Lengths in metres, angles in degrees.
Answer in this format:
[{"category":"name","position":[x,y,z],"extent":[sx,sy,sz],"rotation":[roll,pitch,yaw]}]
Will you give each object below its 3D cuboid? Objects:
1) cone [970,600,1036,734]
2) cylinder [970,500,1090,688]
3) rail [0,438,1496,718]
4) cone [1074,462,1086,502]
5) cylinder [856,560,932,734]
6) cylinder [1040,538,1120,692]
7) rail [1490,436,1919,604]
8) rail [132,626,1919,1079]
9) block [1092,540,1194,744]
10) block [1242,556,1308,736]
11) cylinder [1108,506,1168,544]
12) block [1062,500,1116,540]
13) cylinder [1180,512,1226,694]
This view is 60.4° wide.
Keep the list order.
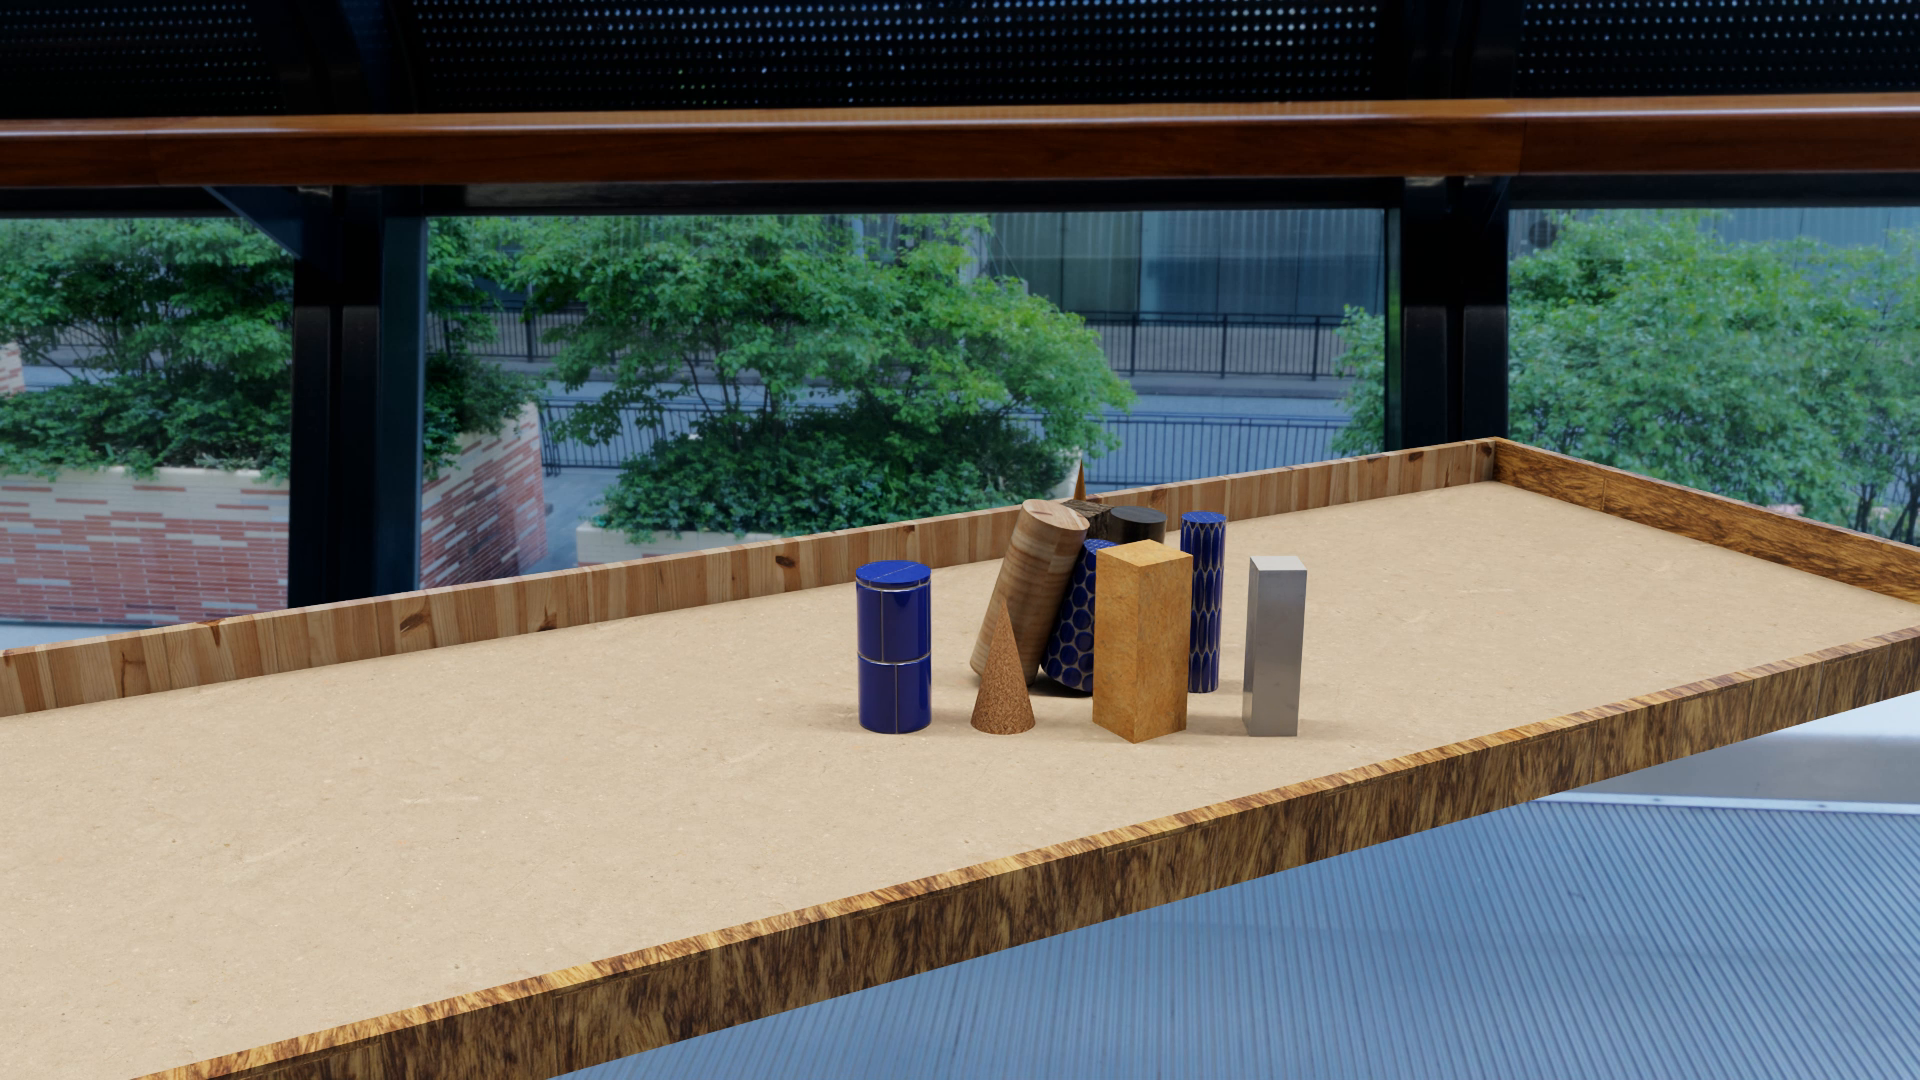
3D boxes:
[{"category":"cone","position":[0.102,0.279,3.848],"extent":[0.153,0.315,0.153],"rotation":[0,16,0]},{"category":"cylinder","position":[0.169,0.134,4.066],"extent":[0.171,0.439,0.171],"rotation":[16,20,-6]},{"category":"rail","position":[-3.305,0.497,3.399],"extent":[12.000,0.150,0.050],"rotation":[-9,18,-27]},{"category":"cone","position":[0.327,-0.011,4.576],"extent":[0.134,0.454,0.134],"rotation":[1,19,0]},{"category":"cylinder","position":[-0.153,0.249,3.852],"extent":[0.174,0.369,0.174],"rotation":[0,16,0]},{"category":"cylinder","position":[0.335,0.186,4.063],"extent":[0.179,0.333,0.179],"rotation":[17,17,-5]},{"category":"rail","position":[2.466,-0.048,5.253],"extent":[0.050,0.150,2.100],"rotation":[-9,18,-27]},{"category":"rail","position":[-2.336,1.006,1.665],"extent":[12.000,0.150,0.050],"rotation":[-9,18,-27]},{"category":"block","position":[0.420,0.232,3.812],"extent":[0.156,0.424,0.156],"rotation":[-10,19,-32]},{"category":"block","position":[0.723,0.246,3.804],"extent":[0.108,0.403,0.108],"rotation":[0,16,-1]},{"category":"cylinder","position":[0.449,0.105,4.336],"extent":[0.148,0.362,0.148],"rotation":[5,18,-2]},{"category":"block","position":[0.321,0.084,4.445],"extent":[0.140,0.351,0.140],"rotation":[11,20,35]},{"category":"cylinder","position":[0.591,0.154,4.058],"extent":[0.108,0.436,0.108],"rotation":[0,16,0]}]
